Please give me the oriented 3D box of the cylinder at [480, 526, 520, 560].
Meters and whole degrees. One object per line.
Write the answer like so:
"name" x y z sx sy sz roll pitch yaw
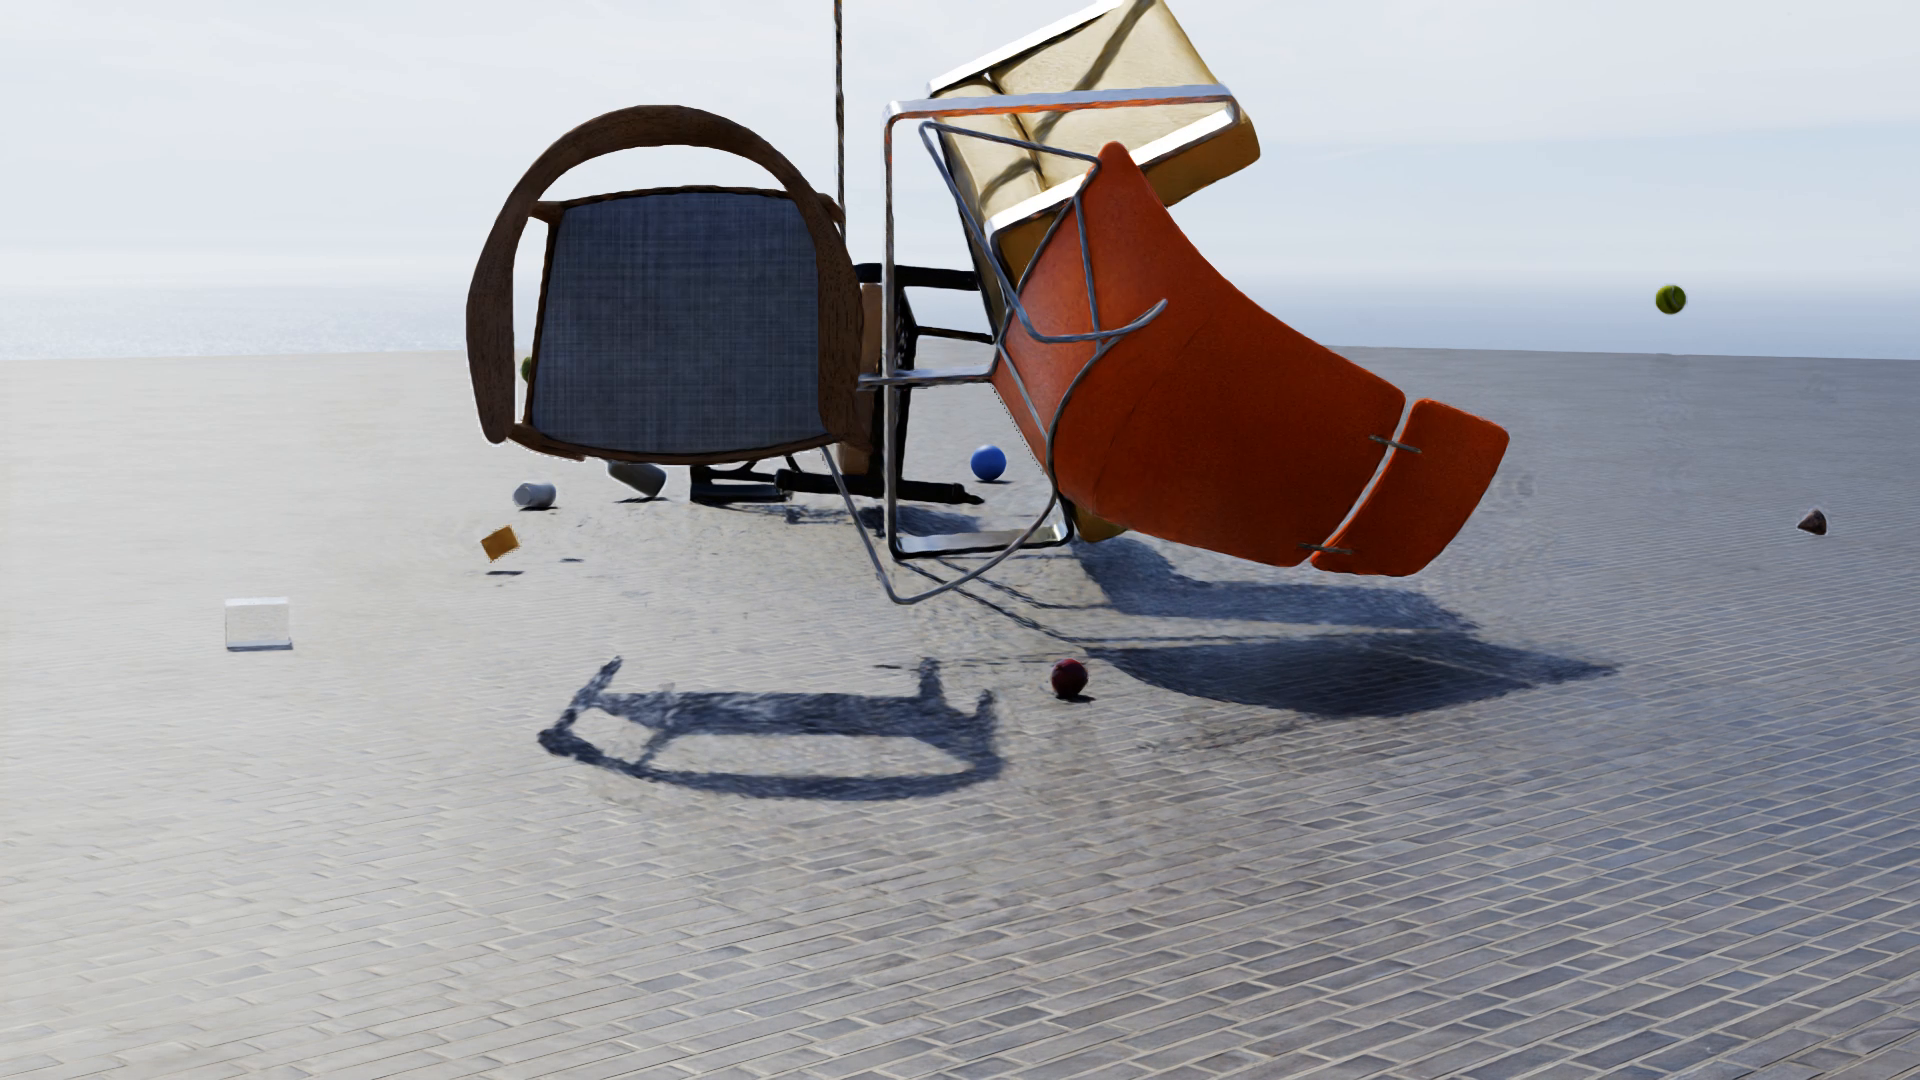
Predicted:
"cylinder" -1.031 0.007 5.751 0.074 0.050 0.060 -28 3 5

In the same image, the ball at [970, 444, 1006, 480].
"ball" 0.092 -0.249 8.264 0.116 0.116 0.116 0 6 0

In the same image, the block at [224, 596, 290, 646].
"block" -1.267 0.147 4.625 0.109 0.074 0.099 -2 6 -15
